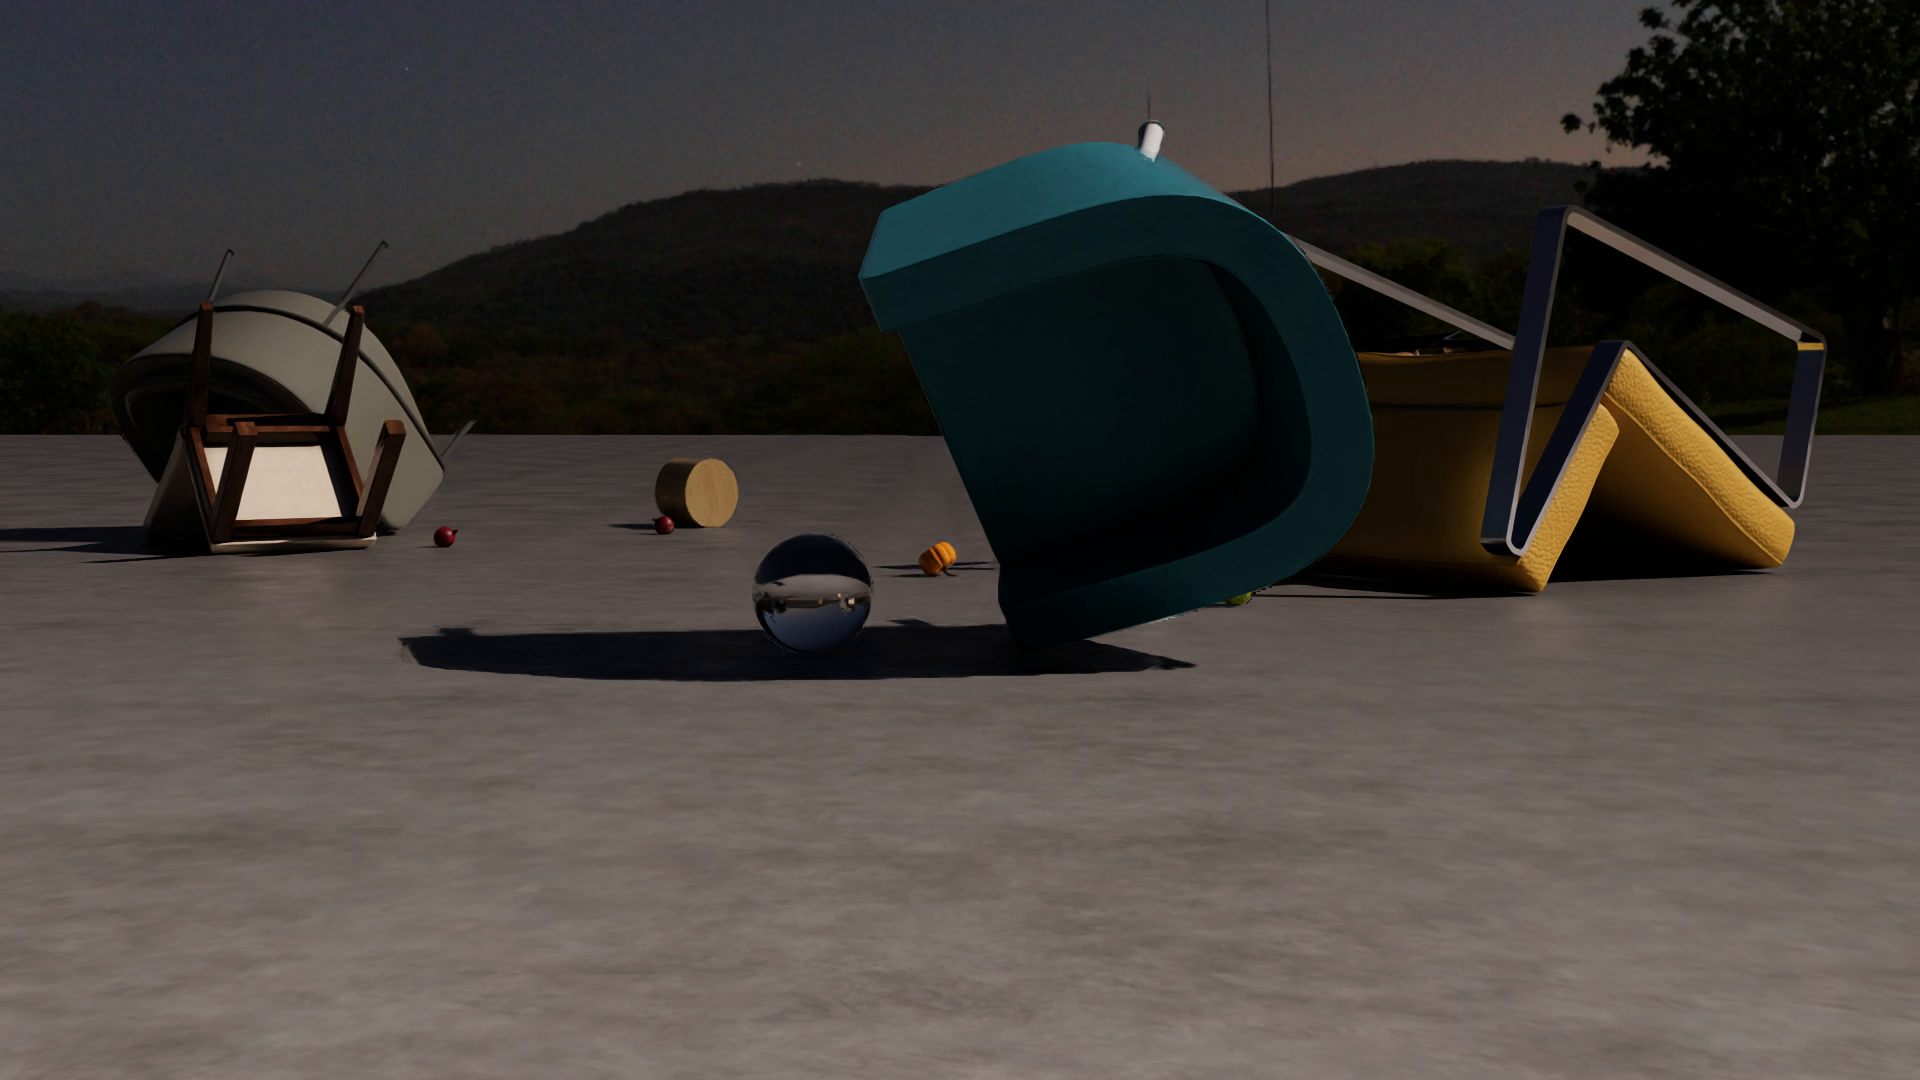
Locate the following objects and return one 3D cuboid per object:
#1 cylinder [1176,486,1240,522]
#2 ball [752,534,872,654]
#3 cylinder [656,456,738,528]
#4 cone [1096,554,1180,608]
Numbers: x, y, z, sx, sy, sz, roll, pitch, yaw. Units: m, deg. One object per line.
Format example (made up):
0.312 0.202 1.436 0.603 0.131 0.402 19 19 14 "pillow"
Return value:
0.840 -0.125 7.479 0.166 0.116 0.184 -1 18 -12 "cylinder"
-0.251 0.091 3.736 0.204 0.204 0.204 0 4 0 "ball"
-0.861 -0.157 7.190 0.195 0.224 0.210 -3 5 -34 "cylinder"
0.372 0.081 4.583 0.176 0.107 0.116 1 4 7 "cone"
